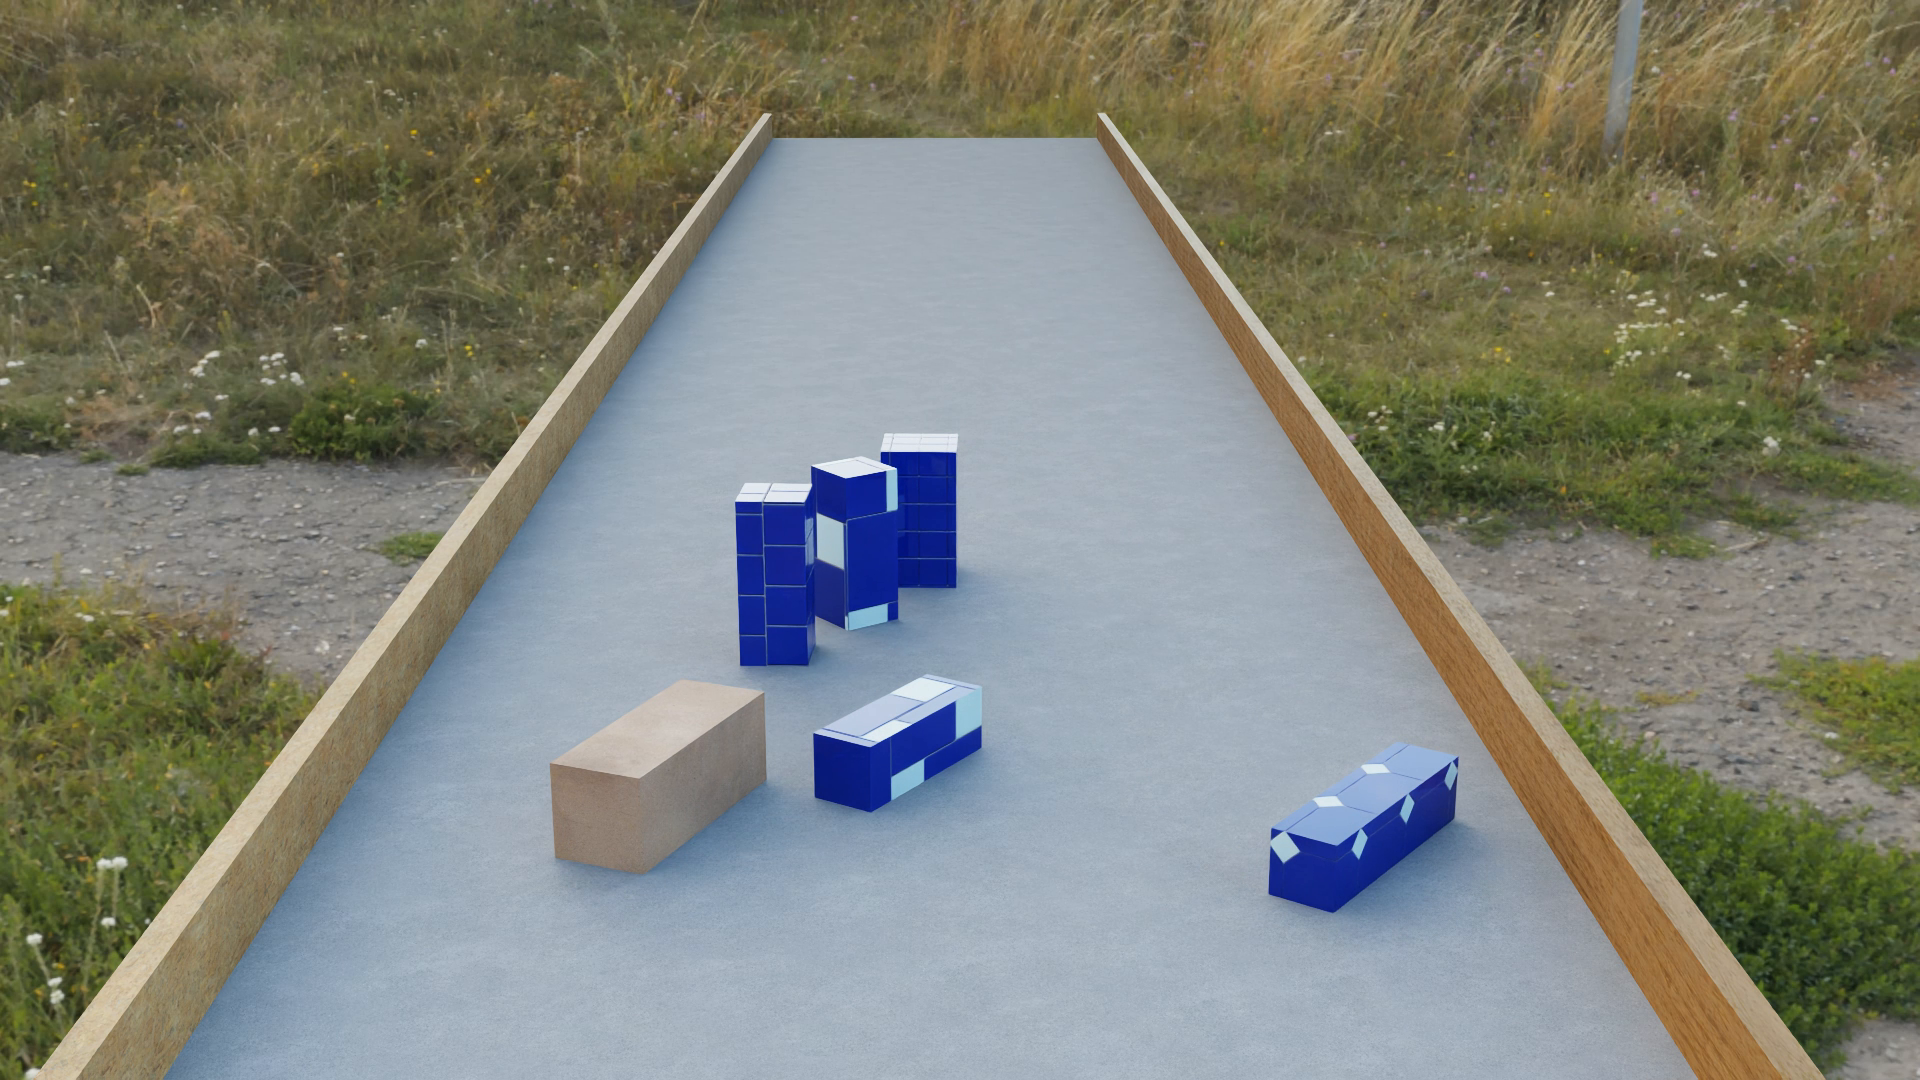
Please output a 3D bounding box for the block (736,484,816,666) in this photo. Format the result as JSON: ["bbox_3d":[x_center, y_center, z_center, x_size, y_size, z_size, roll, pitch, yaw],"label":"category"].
[{"bbox_3d":[-0.367,0.069,4.397,0.136,0.340,0.136,1,17,3],"label":"block"}]

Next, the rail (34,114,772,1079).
[{"bbox_3d":[-1.118,-0.838,7.780,0.050,0.150,12.000,0,17,-1],"label":"rail"}]

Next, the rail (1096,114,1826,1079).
[{"bbox_3d":[0.932,-0.844,7.801,0.050,0.150,12.000,0,17,-1],"label":"rail"}]

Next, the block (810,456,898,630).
[{"bbox_3d":[-0.221,0.006,4.630,0.129,0.329,0.129,-12,20,-35],"label":"block"}]

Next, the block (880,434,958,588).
[{"bbox_3d":[-0.089,-0.066,4.906,0.165,0.310,0.165,0,17,1],"label":"block"}]

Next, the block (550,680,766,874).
[{"bbox_3d":[-0.492,0.384,3.648,0.163,0.163,0.416,7,18,22],"label":"block"}]

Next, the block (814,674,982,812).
[{"bbox_3d":[-0.105,0.350,3.842,0.118,0.118,0.345,11,20,32],"label":"block"}]

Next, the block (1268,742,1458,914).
[{"bbox_3d":[0.650,0.452,3.512,0.111,0.111,0.438,12,20,35],"label":"block"}]
